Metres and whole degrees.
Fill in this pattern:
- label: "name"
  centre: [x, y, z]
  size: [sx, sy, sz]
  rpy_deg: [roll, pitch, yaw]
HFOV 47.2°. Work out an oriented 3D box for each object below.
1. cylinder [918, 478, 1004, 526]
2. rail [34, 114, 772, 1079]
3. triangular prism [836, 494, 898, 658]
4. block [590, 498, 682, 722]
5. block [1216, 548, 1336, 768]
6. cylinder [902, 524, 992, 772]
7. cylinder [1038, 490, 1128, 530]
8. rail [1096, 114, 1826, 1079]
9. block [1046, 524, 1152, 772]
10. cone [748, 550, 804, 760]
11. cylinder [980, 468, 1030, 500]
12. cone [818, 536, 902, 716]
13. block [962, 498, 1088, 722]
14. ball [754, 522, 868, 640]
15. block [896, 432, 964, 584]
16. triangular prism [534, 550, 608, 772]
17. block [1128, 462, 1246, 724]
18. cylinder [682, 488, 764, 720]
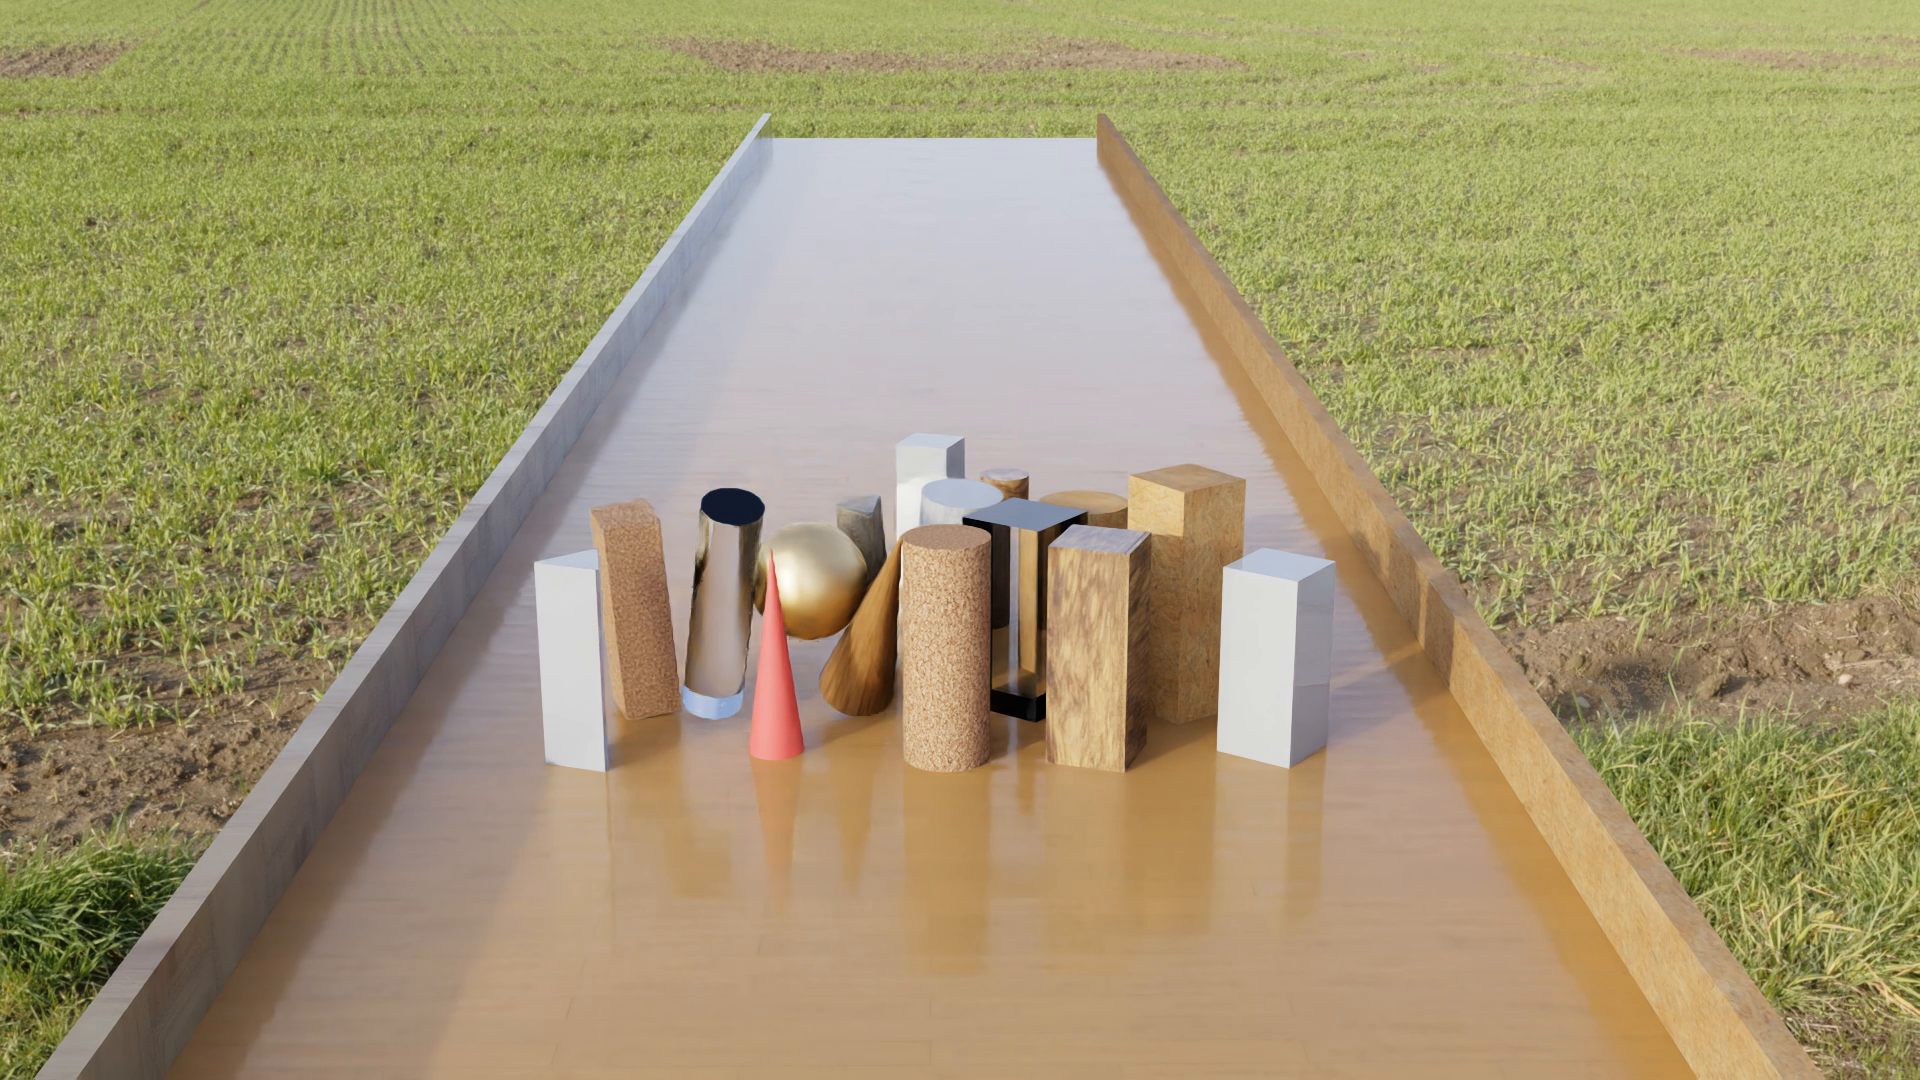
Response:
- label: "cylinder"
  centre: [-0.008, 0.066, 4.378]
  size: [0.163, 0.341, 0.163]
  rpy_deg: [4, 22, -2]
- label: "rail"
  centre: [-1.118, -0.838, 7.780]
  size: [0.050, 0.150, 12.000]
  rpy_deg: [0, 17, -1]
- label: "triangular prism"
  centre: [-0.165, 0.086, 4.298]
  size: [0.090, 0.354, 0.078]
  rpy_deg: [14, 31, 36]
- label: "block"
  centre: [-0.598, 0.130, 4.062]
  size: [0.104, 0.396, 0.104]
  rpy_deg: [-12, 28, -18]
- label: "block"
  centre: [0.563, 0.208, 3.920]
  size: [0.145, 0.346, 0.145]
  rpy_deg: [12, 20, 34]
- label: "cylinder"
  centre: [-0.024, 0.190, 3.873]
  size: [0.155, 0.408, 0.155]
  rpy_deg: [0, 17, 0]
- label: "cylinder"
  centre: [0.246, 0.076, 4.418]
  size: [0.180, 0.315, 0.180]
  rpy_deg: [0, 17, 0]
- label: "rail"
  centre: [0.932, -0.844, 7.801]
  size: [0.050, 0.150, 12.000]
  rpy_deg: [0, 17, -1]
- label: "block"
  centre: [0.245, 0.190, 3.886]
  size: [0.145, 0.400, 0.145]
  rpy_deg: [6, 18, 19]
- label: "cone"
  centre: [-0.330, 0.195, 3.904]
  size: [0.100, 0.381, 0.100]
  rpy_deg: [0, 17, 0]
- label: "cylinder"
  centre: [0.093, 0.009, 4.656]
  size: [0.104, 0.307, 0.104]
  rpy_deg: [0, 17, 0]
- label: "cone"
  centre: [-0.148, 0.131, 3.991]
  size: [0.144, 0.452, 0.144]
  rpy_deg: [8, 48, -9]
- label: "block"
  centre: [0.122, 0.129, 4.145]
  size: [0.168, 0.370, 0.168]
  rpy_deg: [11, 20, 34]
- label: "ball"
  centre: [-0.280, 0.075, 4.077]
  size: [0.221, 0.221, 0.221]
  rpy_deg: [0, 17, 0]
- label: "block"
  centre: [-0.065, -0.065, 4.883]
  size: [0.118, 0.320, 0.118]
  rpy_deg: [6, 18, 19]
- label: "triangular prism"
  centre: [-0.659, 0.209, 3.874]
  size: [0.123, 0.371, 0.107]
  rpy_deg: [6, 18, 19]
- label: "block"
  centre: [0.418, 0.098, 4.113]
  size: [0.152, 0.446, 0.152]
  rpy_deg: [-12, 20, -35]
- label: "cylinder"
  centre: [-0.434, 0.120, 4.013]
  size: [0.113, 0.451, 0.113]
  rpy_deg: [7, 36, -5]
